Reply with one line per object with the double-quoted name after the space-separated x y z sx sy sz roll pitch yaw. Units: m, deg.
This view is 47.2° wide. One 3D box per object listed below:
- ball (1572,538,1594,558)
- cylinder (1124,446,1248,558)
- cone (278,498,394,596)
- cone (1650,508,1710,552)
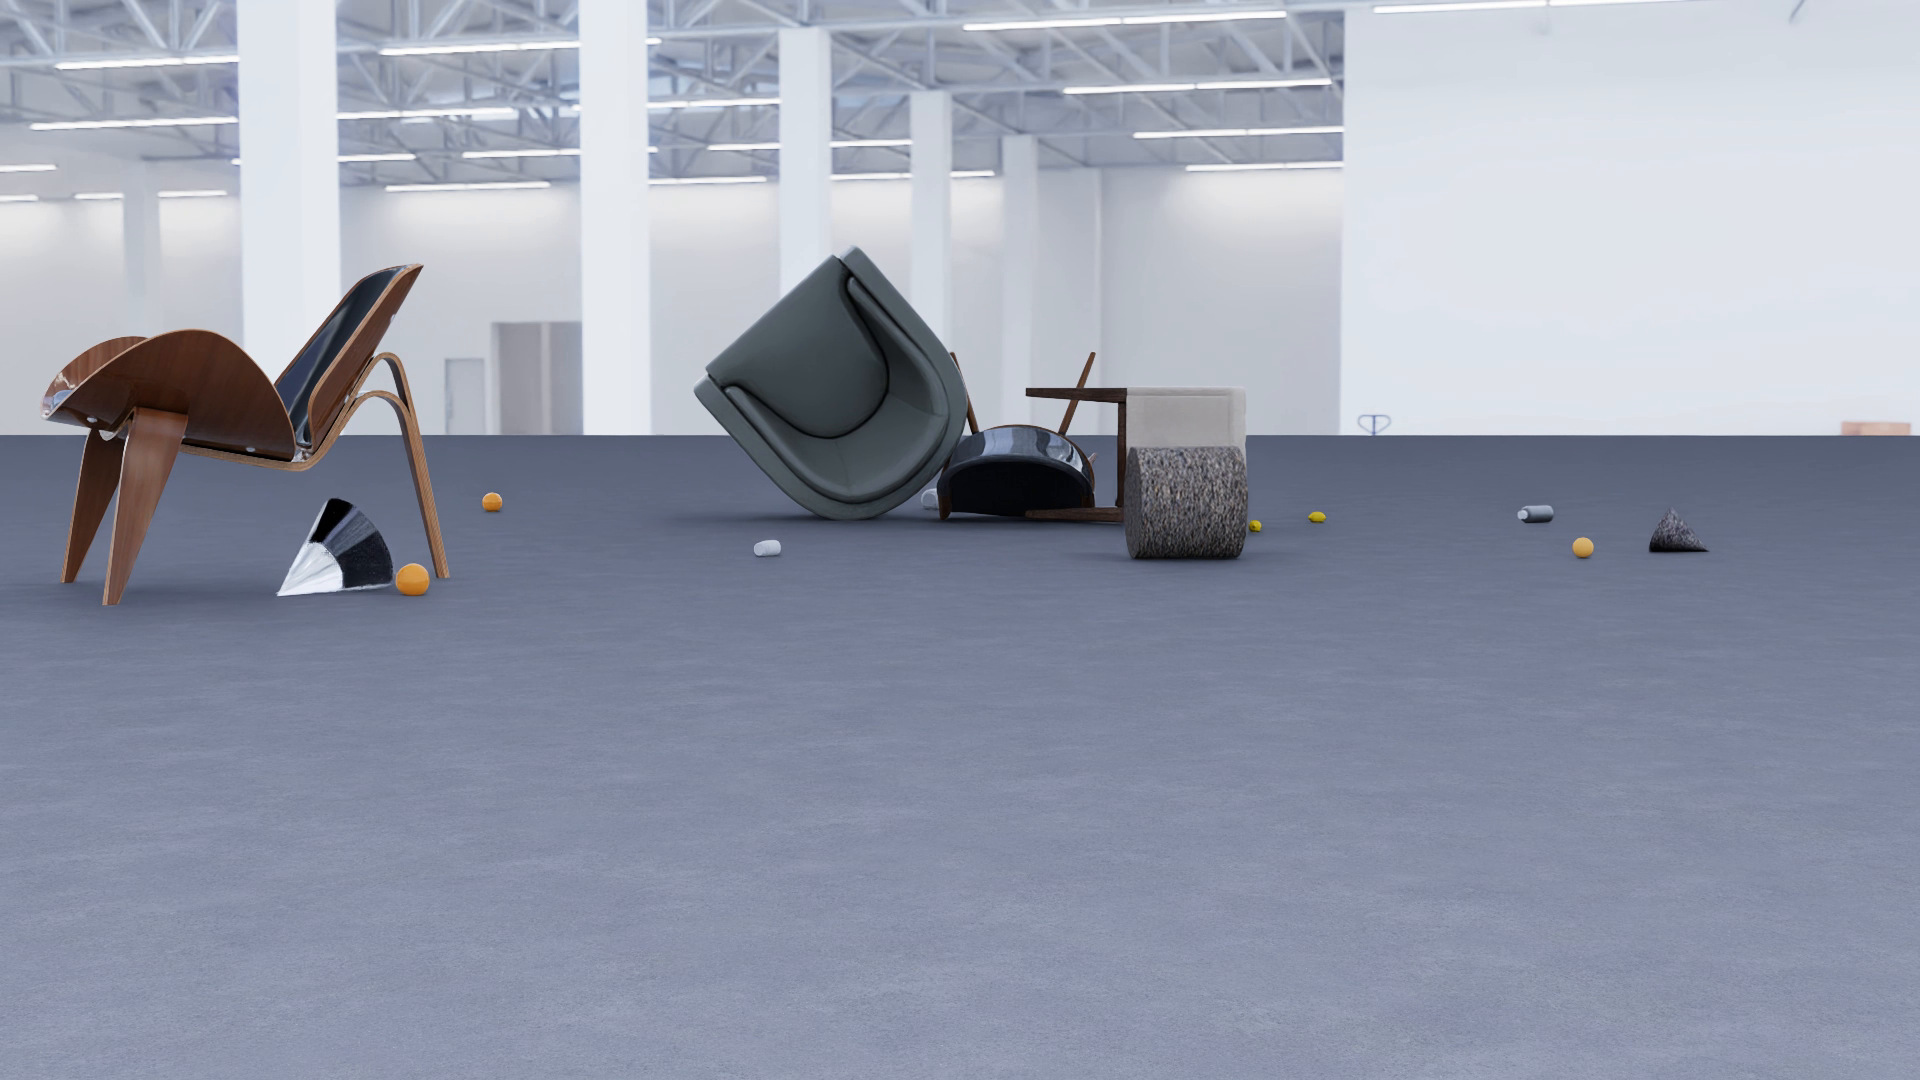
1.658 0.020 5.851 0.055 0.055 0.055 0 4 0 "ball"
0.597 -0.101 5.849 0.278 0.297 0.296 0 -22 -5 "cylinder"
-1.416 0.065 4.846 0.223 0.230 0.248 -40 8 -38 "cone"
2.015 0.000 6.107 0.145 0.130 0.260 28 12 21 "cone"
